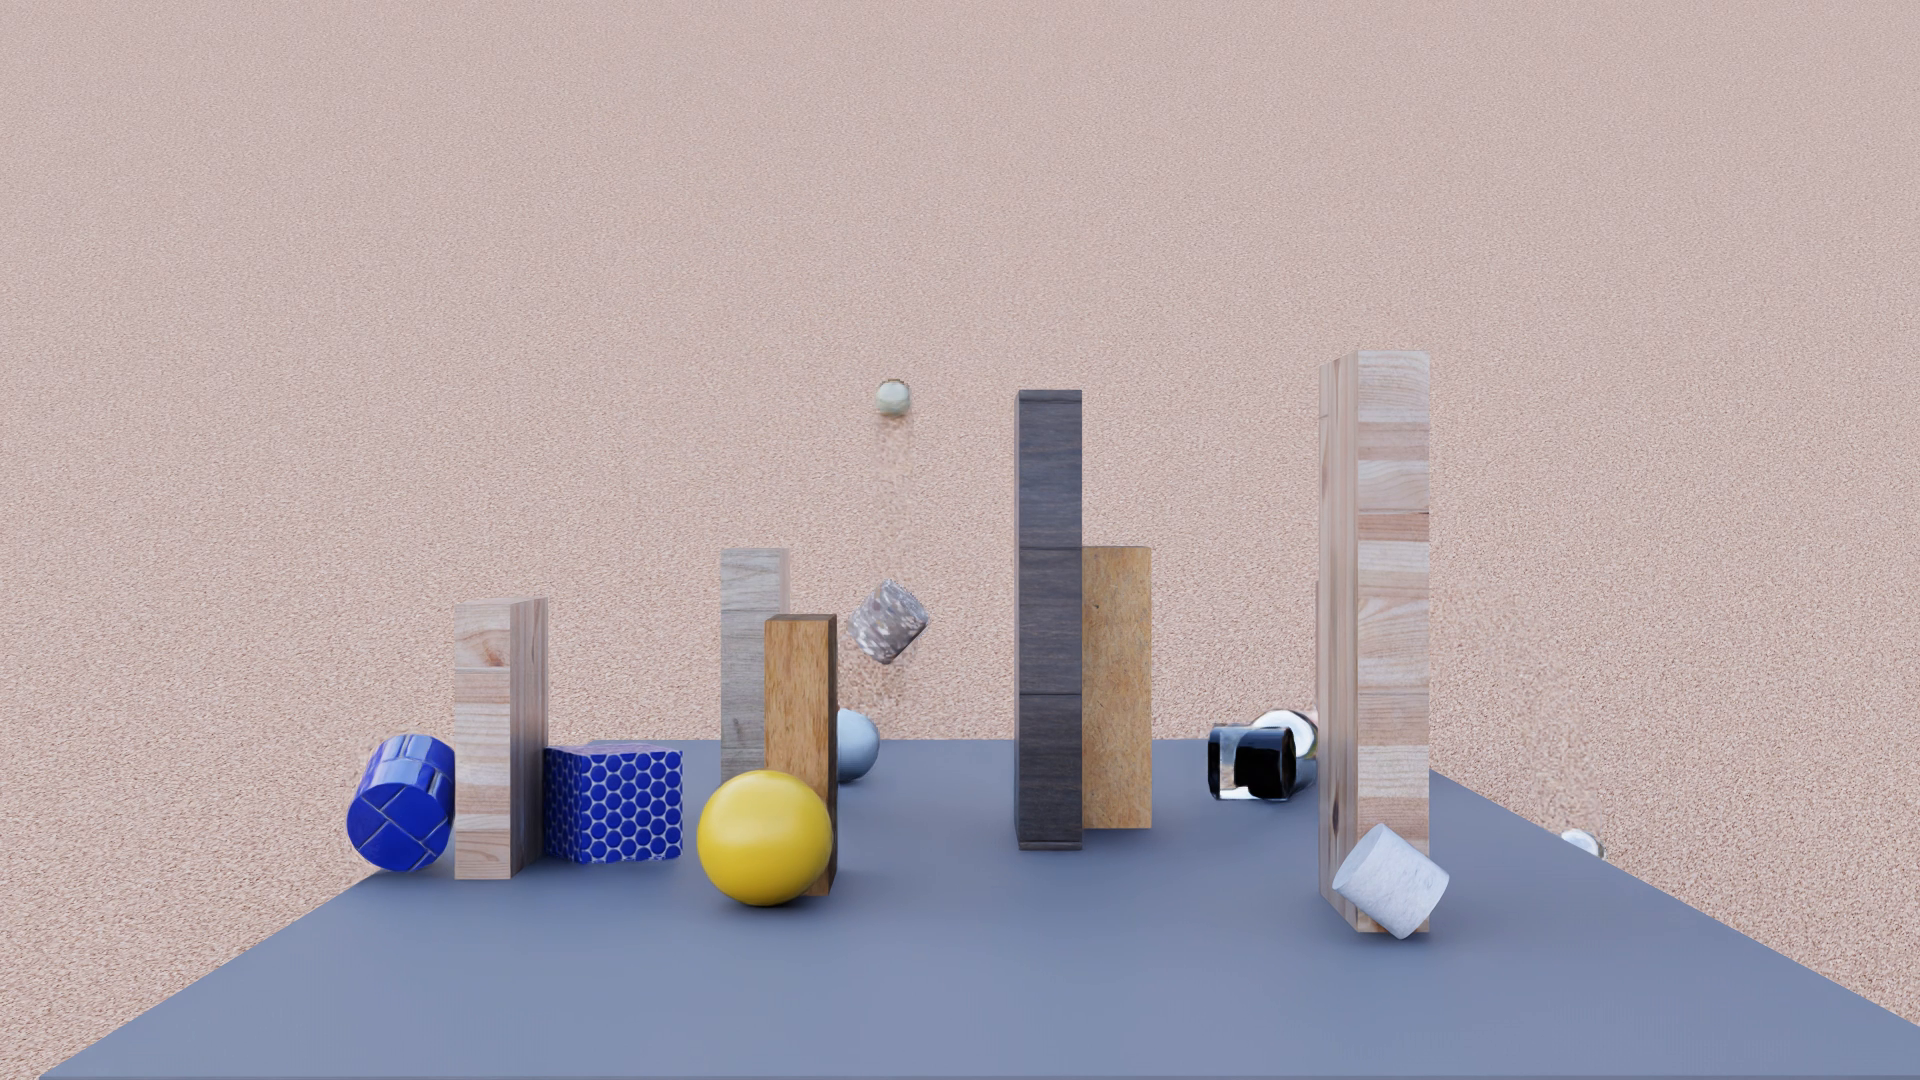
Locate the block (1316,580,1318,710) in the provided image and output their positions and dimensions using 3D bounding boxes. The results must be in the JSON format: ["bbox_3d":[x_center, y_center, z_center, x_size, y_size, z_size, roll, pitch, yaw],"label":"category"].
[{"bbox_3d":[0.866,0.305,5.677,0.120,0.425,0.369,0,0,0],"label":"block"}]

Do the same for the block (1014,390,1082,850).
[{"bbox_3d":[0.154,0.135,4.598,0.107,0.785,0.396,0,0,0],"label":"block"}]

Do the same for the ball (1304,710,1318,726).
[{"bbox_3d":[0.754,0.429,5.450,0.136,0.136,0.136,0,29,0],"label":"ball"}]

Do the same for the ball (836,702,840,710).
[{"bbox_3d":[-0.369,0.439,6.425,0.148,0.148,0.148,0,29,0],"label":"ball"}]

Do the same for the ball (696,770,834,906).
[{"bbox_3d":[-0.284,0.435,3.775,0.199,0.199,0.199,0,29,0],"label":"ball"}]

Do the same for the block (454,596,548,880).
[{"bbox_3d":[-0.750,0.315,4.246,0.087,0.432,0.380,0,0,0],"label":"block"}]

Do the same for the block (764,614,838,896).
[{"bbox_3d":[-0.245,0.326,4.015,0.095,0.412,0.283,0,0,0],"label":"block"}]

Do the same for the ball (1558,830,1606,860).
[{"bbox_3d":[1.455,0.752,6.100,0.137,0.137,0.137,0,29,0],"label":"ball"}]

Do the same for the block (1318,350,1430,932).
[{"bbox_3d":[0.592,0.137,3.720,0.097,0.795,0.383,0,0,0],"label":"block"}]

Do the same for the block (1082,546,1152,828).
[{"bbox_3d":[0.284,0.269,4.854,0.131,0.513,0.270,0,0,0],"label":"block"}]

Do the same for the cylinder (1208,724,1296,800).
[{"bbox_3d":[0.581,0.443,5.145,0.147,0.147,0.147,0,27,20],"label":"cylinder"}]

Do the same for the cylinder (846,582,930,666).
[{"bbox_3d":[-0.197,0.225,7.002,0.162,0.162,0.162,43,11,-10],"label":"cylinder"}]

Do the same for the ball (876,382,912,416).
[{"bbox_3d":[-0.218,-0.462,8.465,0.117,0.117,0.117,0,29,0],"label":"ball"}]

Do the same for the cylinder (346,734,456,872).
[{"bbox_3d":[-0.895,0.424,4.185,0.163,0.163,0.163,0,24,-1],"label":"cylinder"}]

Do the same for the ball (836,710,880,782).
[{"bbox_3d":[-0.251,0.442,5.563,0.155,0.155,0.155,0,29,0],"label":"ball"}]

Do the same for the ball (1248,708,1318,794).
[{"bbox_3d":[0.659,0.433,5.291,0.176,0.176,0.176,0,29,0],"label":"ball"}]

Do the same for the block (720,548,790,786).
[{"bbox_3d":[-0.382,0.271,4.849,0.107,0.510,0.299,0,0,0],"label":"block"}]

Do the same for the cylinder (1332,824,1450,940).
[{"bbox_3d":[0.579,0.459,3.475,0.111,0.111,0.111,37,34,0],"label":"cylinder"}]

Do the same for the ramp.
[{"bbox_3d":[0.064,0.577,4.622,2.000,0.100,4.000,0,0,0],"label":"ramp"}]

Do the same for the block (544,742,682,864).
[{"bbox_3d":[-0.585,0.441,4.355,0.178,0.178,0.178,0,1,-29],"label":"block"}]
